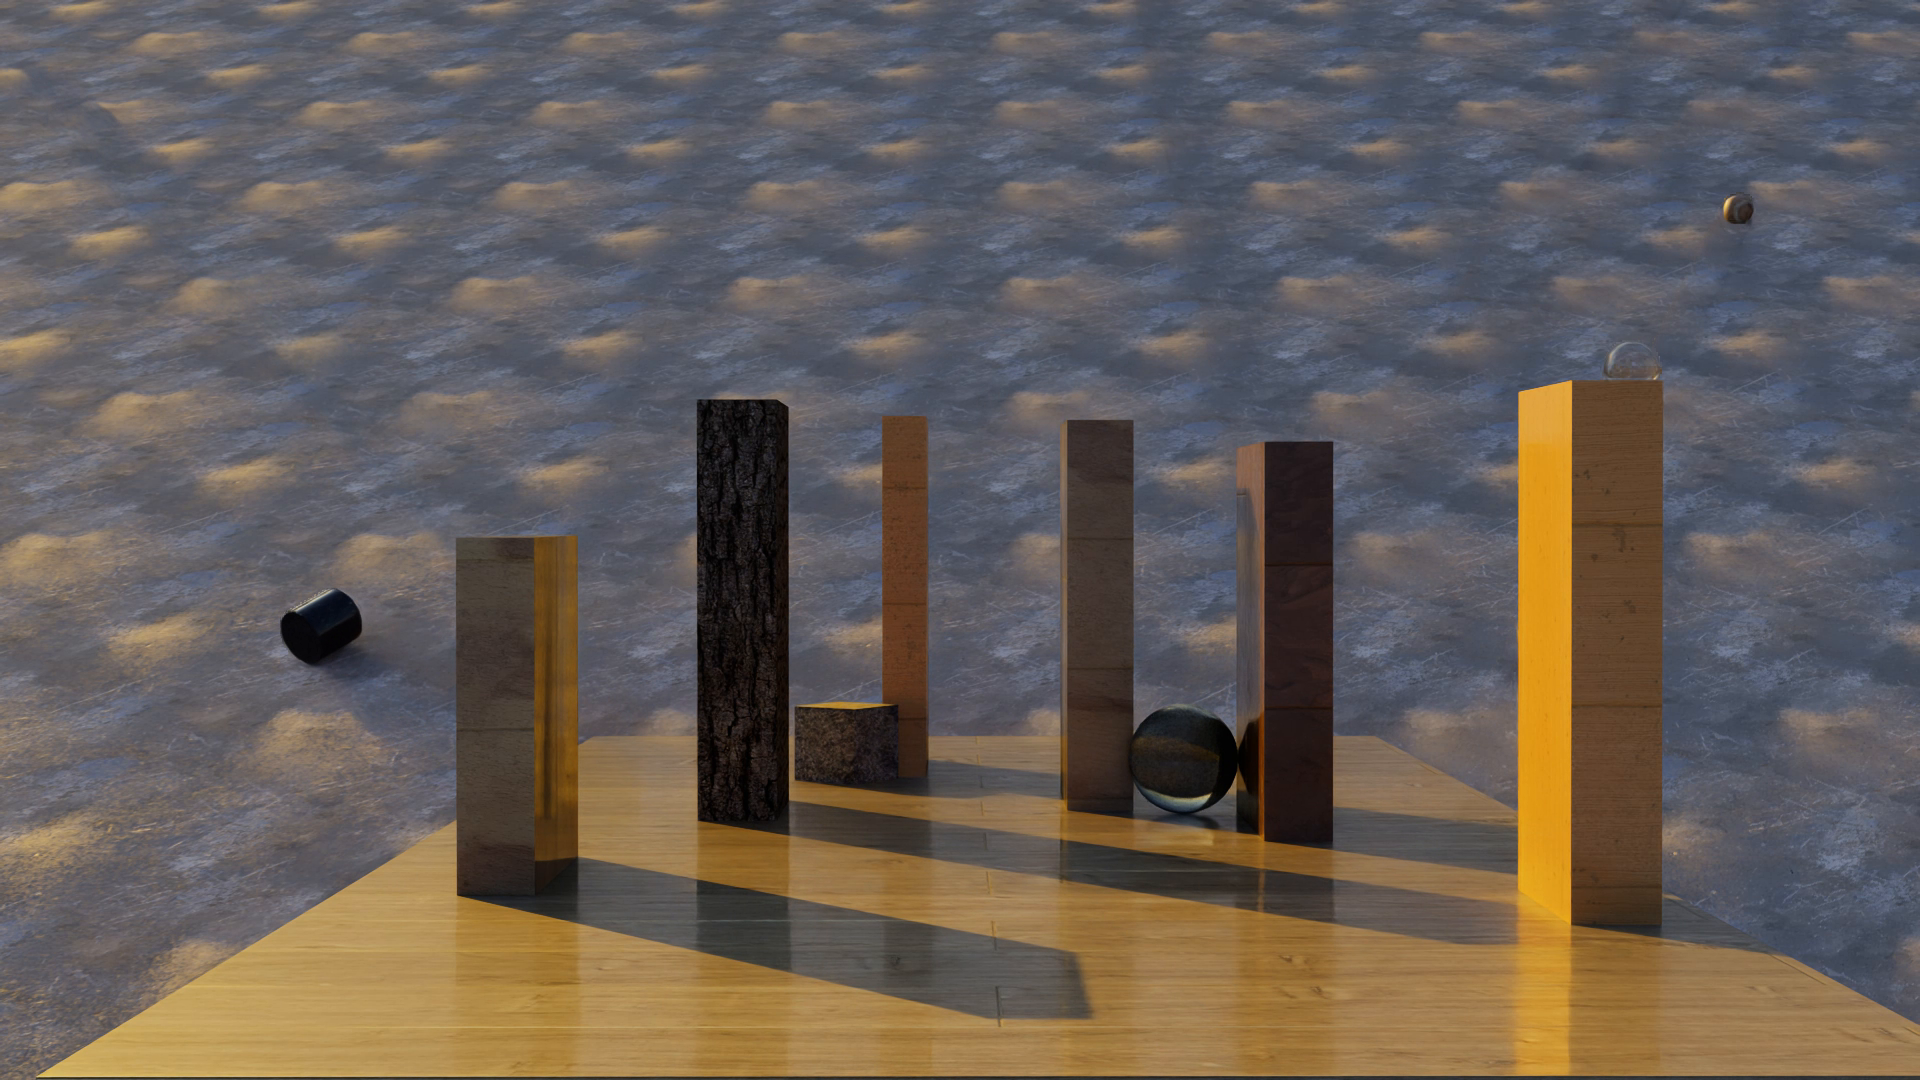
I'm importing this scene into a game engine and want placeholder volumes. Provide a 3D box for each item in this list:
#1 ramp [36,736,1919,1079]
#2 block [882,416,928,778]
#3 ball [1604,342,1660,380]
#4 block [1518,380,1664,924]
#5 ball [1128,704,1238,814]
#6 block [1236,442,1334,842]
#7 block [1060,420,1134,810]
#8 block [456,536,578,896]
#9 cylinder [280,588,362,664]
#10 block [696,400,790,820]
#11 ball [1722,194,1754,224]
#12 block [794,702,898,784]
[{"bbox_3d":[0.064,0.572,4.614,2.000,0.100,4.000,0,1,0],"label":"ramp"},{"bbox_3d":[-0.120,0.120,5.780,0.095,0.780,0.401,0,1,0],"label":"block"},{"bbox_3d":[2.237,-0.573,8.610,0.177,0.177,0.177,0,28,0],"label":"ball"},{"bbox_3d":[0.907,0.154,3.739,0.126,0.752,0.337,0,1,0],"label":"block"},{"bbox_3d":[0.424,0.415,4.905,0.208,0.208,0.208,0,28,0],"label":"ball"},{"bbox_3d":[0.588,0.174,4.707,0.119,0.694,0.445,0,1,0],"label":"block"},{"bbox_3d":[0.269,0.143,5.114,0.127,0.748,0.322,0,1,0],"label":"block"},{"bbox_3d":[-0.693,0.261,4.072,0.116,0.534,0.441,0,1,0],"label":"block"},{"bbox_3d":[-1.760,0.237,7.128,0.155,0.155,0.155,17,33,29],"label":"cylinder"},{"bbox_3d":[-0.414,0.128,4.961,0.147,0.781,0.346,0,1,0],"label":"block"},{"bbox_3d":[3.006,-1.277,9.982,0.114,0.114,0.114,0,28,0],"label":"ball"},{"bbox_3d":[-0.243,0.434,5.537,0.159,0.159,0.159,0,1,34],"label":"block"}]
